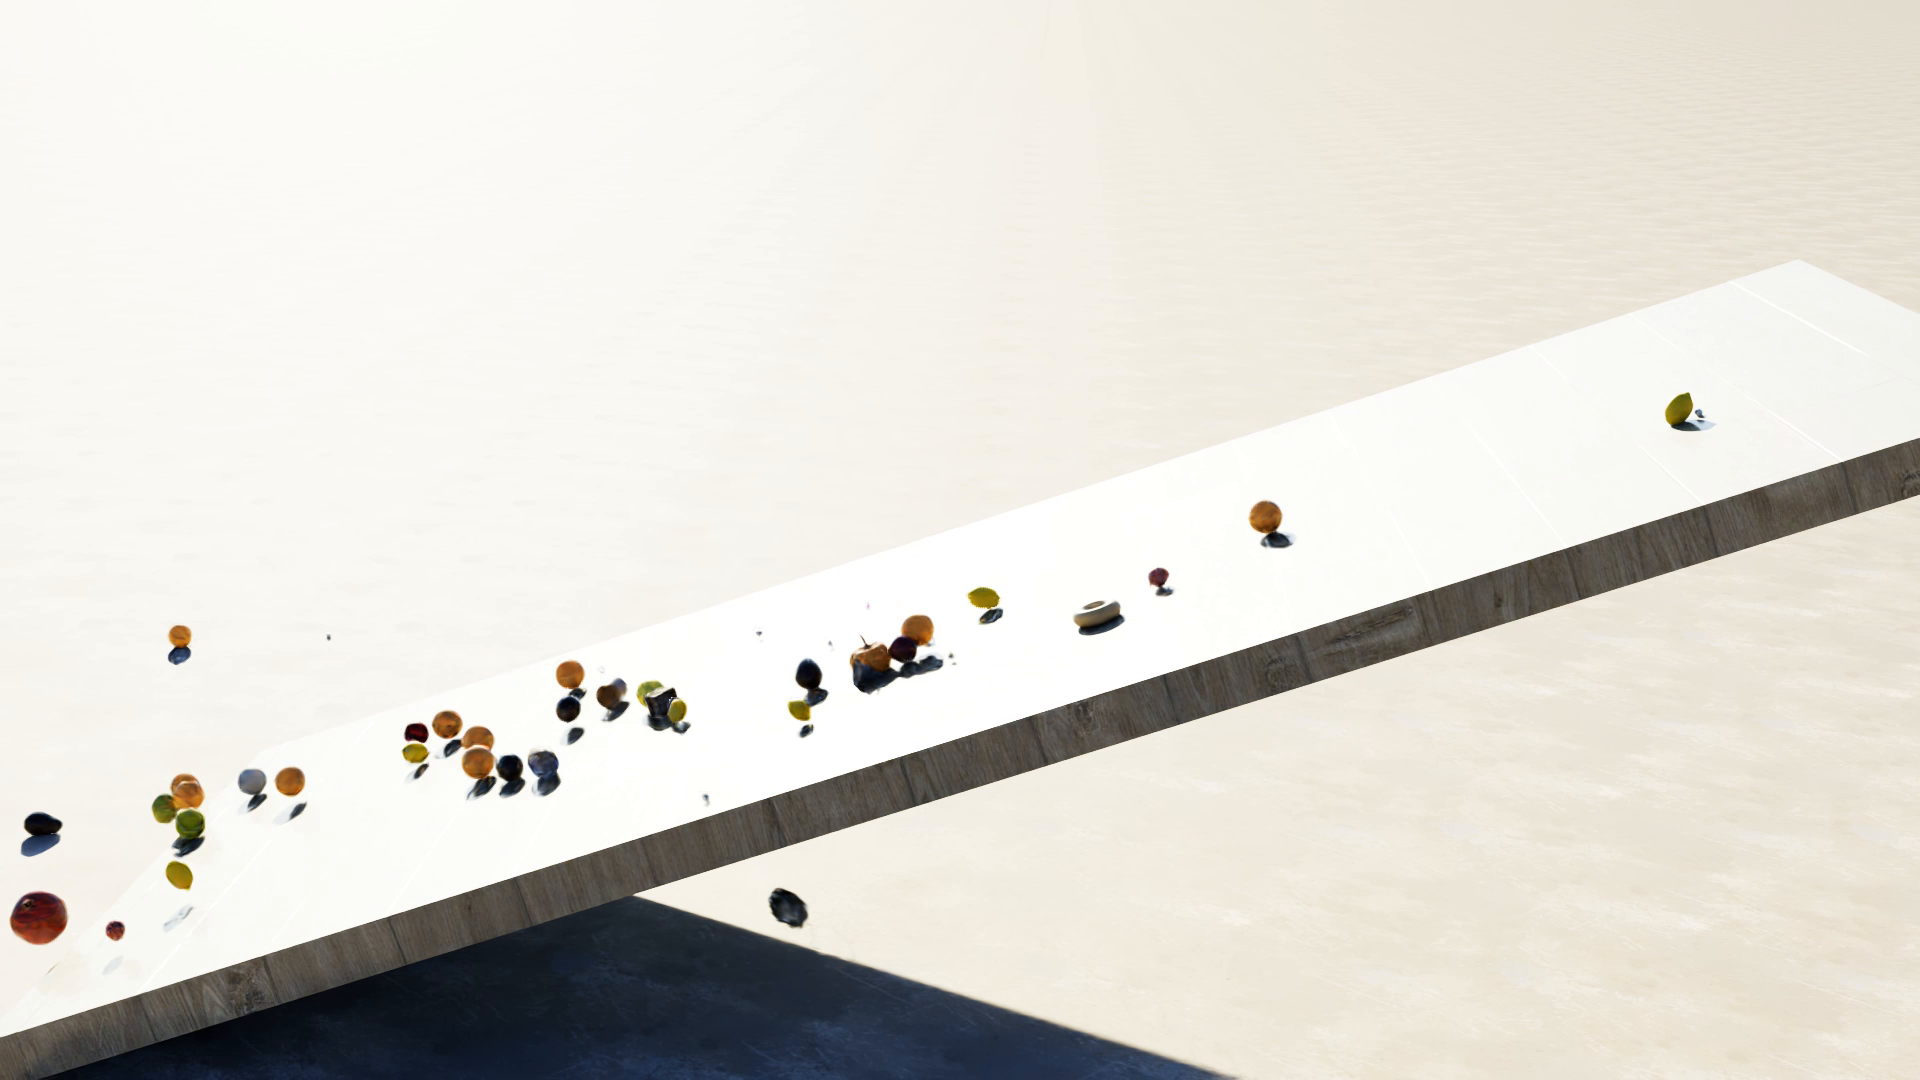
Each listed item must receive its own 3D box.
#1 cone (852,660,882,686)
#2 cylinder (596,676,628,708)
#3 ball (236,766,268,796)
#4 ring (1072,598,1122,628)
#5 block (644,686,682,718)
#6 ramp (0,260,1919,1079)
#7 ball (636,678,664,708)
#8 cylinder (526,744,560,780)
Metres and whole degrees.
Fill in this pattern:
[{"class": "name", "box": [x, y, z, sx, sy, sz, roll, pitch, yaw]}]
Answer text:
[{"class": "cone", "box": [-0.184, 0.273, 5.996, 0.057, 0.057, 0.057, 6, 9, -19]}, {"class": "cylinder", "box": [-0.779, 0.341, 6.585, 0.057, 0.057, 0.057, 3, 18, 14]}, {"class": "ball", "box": [-1.669, 0.568, 6.934, 0.070, 0.070, 0.070, 0, 12, 0]}, {"class": "ring", "box": [0.272, 0.145, 5.843, 0.101, 0.034, 0.101, -17, 11, 3]}, {"class": "block", "box": [-0.638, 0.350, 6.319, 0.052, 0.052, 0.052, -25, 12, -31]}, {"class": "ramp", "box": [0.104, 0.181, 6.307, 4.000, 0.100, 2.000, -18, 11, 6]}, {"class": "ball", "box": [-0.672, 0.335, 6.408, 0.067, 0.067, 0.067, 0, 12, 0]}, {"class": "cylinder", "box": [-0.868, 0.462, 6.119, 0.061, 0.061, 0.061, -3, 7, -14]}]
